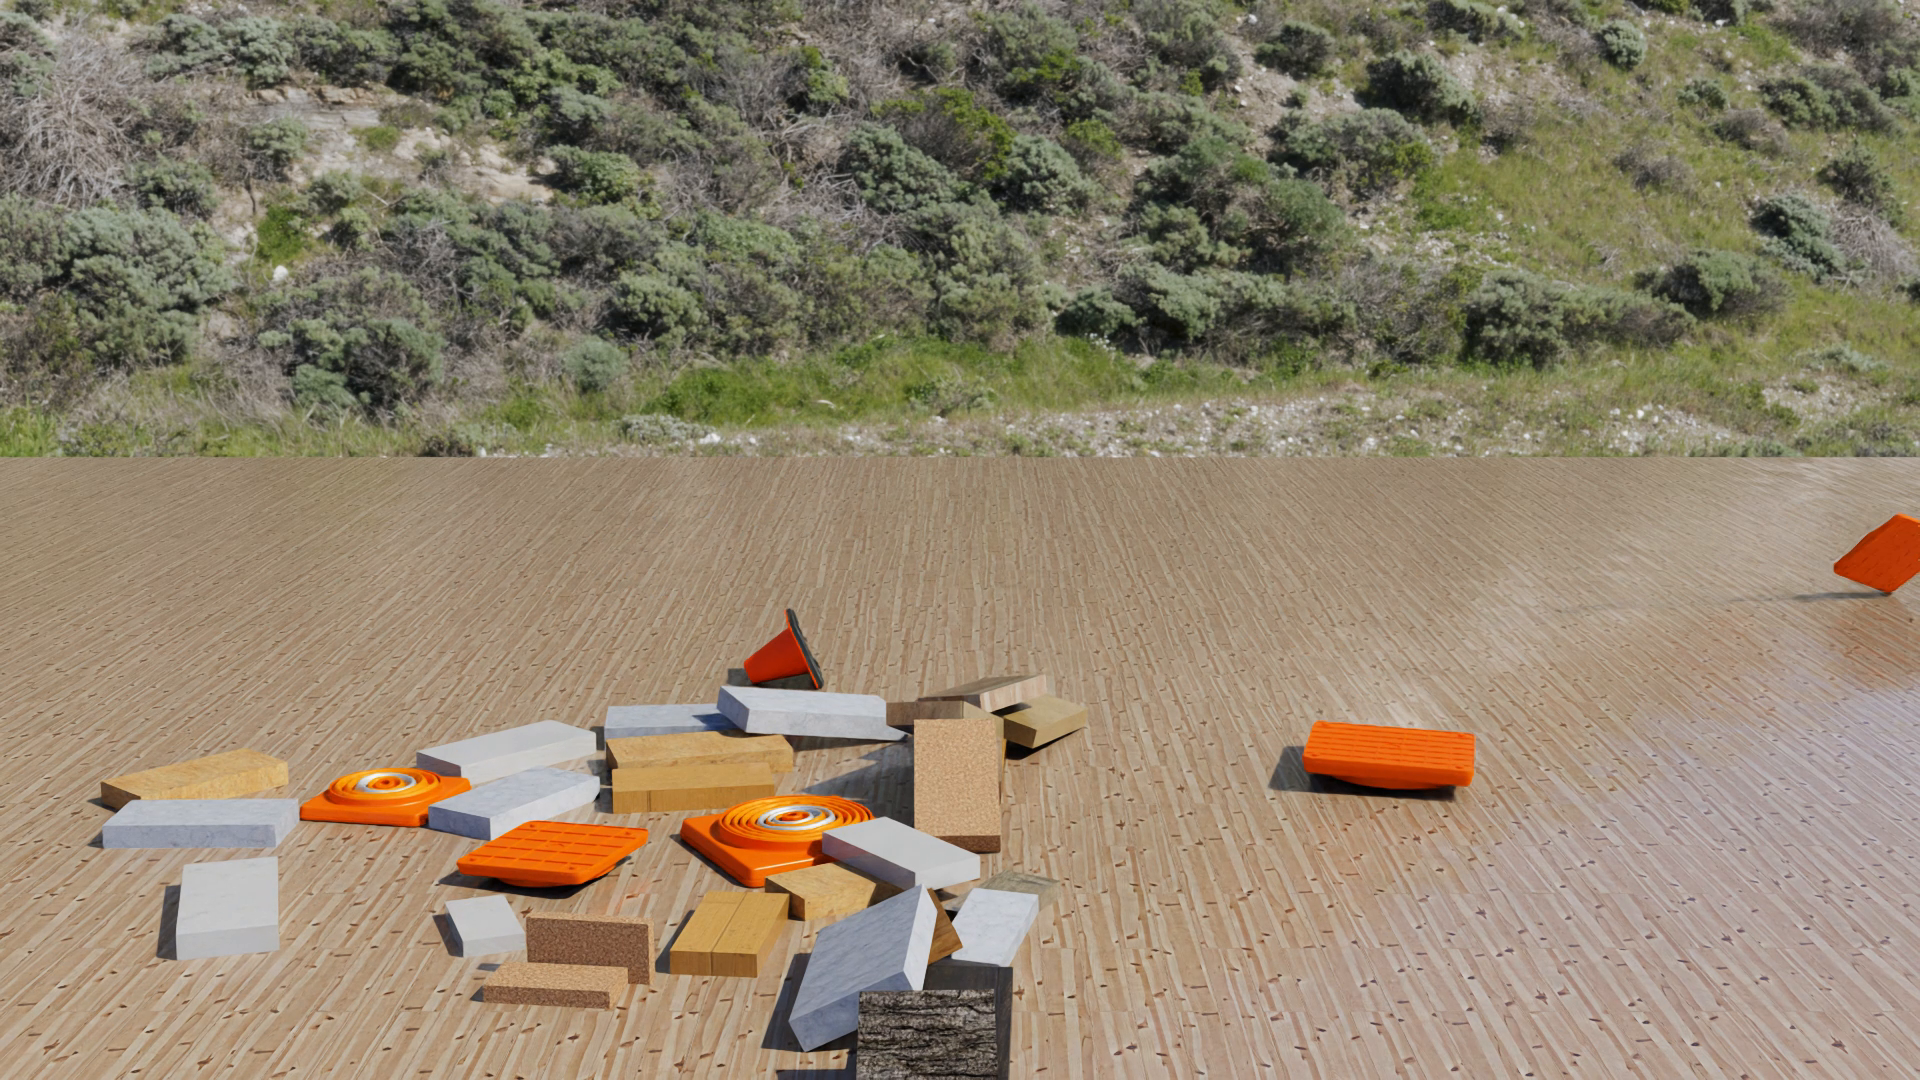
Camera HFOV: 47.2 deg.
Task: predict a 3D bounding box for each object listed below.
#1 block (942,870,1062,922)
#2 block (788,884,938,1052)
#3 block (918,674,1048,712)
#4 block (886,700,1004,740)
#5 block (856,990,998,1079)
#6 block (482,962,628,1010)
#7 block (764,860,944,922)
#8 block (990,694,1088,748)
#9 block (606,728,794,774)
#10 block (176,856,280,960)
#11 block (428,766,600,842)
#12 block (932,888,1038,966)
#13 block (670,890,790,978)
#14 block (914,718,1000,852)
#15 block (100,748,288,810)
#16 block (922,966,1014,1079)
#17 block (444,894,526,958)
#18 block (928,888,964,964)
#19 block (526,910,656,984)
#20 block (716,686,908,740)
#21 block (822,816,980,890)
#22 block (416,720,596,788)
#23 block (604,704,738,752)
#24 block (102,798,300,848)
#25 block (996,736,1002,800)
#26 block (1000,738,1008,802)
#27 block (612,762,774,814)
[{"bbox_3d":[0.067,0.591,3.581,0.107,0.030,0.214,6,12,30],"label":"block"},{"bbox_3d":[-0.135,0.615,3.194,0.178,0.050,0.355,-25,8,8],"label":"block"},{"bbox_3d":[0.048,0.317,4.480,0.143,0.041,0.286,-6,2,29],"label":"block"},{"bbox_3d":[-0.026,0.352,4.260,0.151,0.043,0.301,-2,-11,15],"label":"block"},{"bbox_3d":[-0.041,0.691,2.762,0.178,0.050,0.356,-1,24,-1],"label":"block"},{"bbox_3d":[-0.595,0.656,3.242,0.190,0.027,0.095,1,11,7],"label":"block"},{"bbox_3d":[-0.176,0.572,3.662,0.266,0.038,0.133,-7,13,-33],"label":"block"},{"bbox_3d":[0.147,0.369,4.583,0.143,0.041,0.286,18,12,22],"label":"block"},{"bbox_3d":[-0.522,0.431,4.392,0.347,0.049,0.173,-3,11,-16],"label":"block"},{"bbox_3d":[-1.178,0.591,3.549,0.150,0.043,0.341,-3,11,-17],"label":"block"},{"bbox_3d":[-0.828,0.488,4.101,0.150,0.043,0.301,6,12,30],"label":"block"},{"bbox_3d":[0.041,0.607,3.393,0.107,0.030,0.214,3,21,18],"label":"block"},{"bbox_3d":[-0.357,0.614,3.438,0.133,0.038,0.266,1,11,6],"label":"block"},{"bbox_3d":[-0.007,0.442,3.980,0.151,0.043,0.301,-1,38,-1],"label":"block"},{"bbox_3d":[-1.467,0.465,4.223,0.152,0.043,0.304,9,14,41],"label":"block"},{"bbox_3d":[-0.019,0.686,3.016,0.178,0.050,0.415,0,11,2],"label":"block"},{"bbox_3d":[-0.754,0.610,3.486,0.095,0.027,0.190,-4,11,-21],"label":"block"},{"bbox_3d":[-0.068,0.603,3.385,0.107,0.030,0.214,-25,12,-6],"label":"block"},{"bbox_3d":[-0.554,0.611,3.296,0.190,0.095,0.027,2,11,9],"label":"block"},{"bbox_3d":[-0.304,0.361,4.576,0.363,0.049,0.173,6,10,-28],"label":"block"},{"bbox_3d":[-0.101,0.528,3.694,0.133,0.038,0.266,-8,13,-37],"label":"block"},{"bbox_3d":[-0.911,0.427,4.427,0.152,0.043,0.327,10,14,42],"label":"block"},{"bbox_3d":[-0.566,0.390,4.612,0.346,0.049,0.173,-1,11,-6],"label":"block"},{"bbox_3d":[-1.368,0.512,3.973,0.304,0.043,0.152,0,11,-1],"label":"block"},{"bbox_3d":[0.004,0.434,4.171,0.151,0.043,0.301,0,11,2],"label":"block"},{"bbox_3d":[0.022,0.426,4.442,0.143,0.041,0.630,1,11,3],"label":"block"},{"bbox_3d":[-0.510,0.472,4.190,0.301,0.043,0.150,-2,11,-9],"label":"block"}]
